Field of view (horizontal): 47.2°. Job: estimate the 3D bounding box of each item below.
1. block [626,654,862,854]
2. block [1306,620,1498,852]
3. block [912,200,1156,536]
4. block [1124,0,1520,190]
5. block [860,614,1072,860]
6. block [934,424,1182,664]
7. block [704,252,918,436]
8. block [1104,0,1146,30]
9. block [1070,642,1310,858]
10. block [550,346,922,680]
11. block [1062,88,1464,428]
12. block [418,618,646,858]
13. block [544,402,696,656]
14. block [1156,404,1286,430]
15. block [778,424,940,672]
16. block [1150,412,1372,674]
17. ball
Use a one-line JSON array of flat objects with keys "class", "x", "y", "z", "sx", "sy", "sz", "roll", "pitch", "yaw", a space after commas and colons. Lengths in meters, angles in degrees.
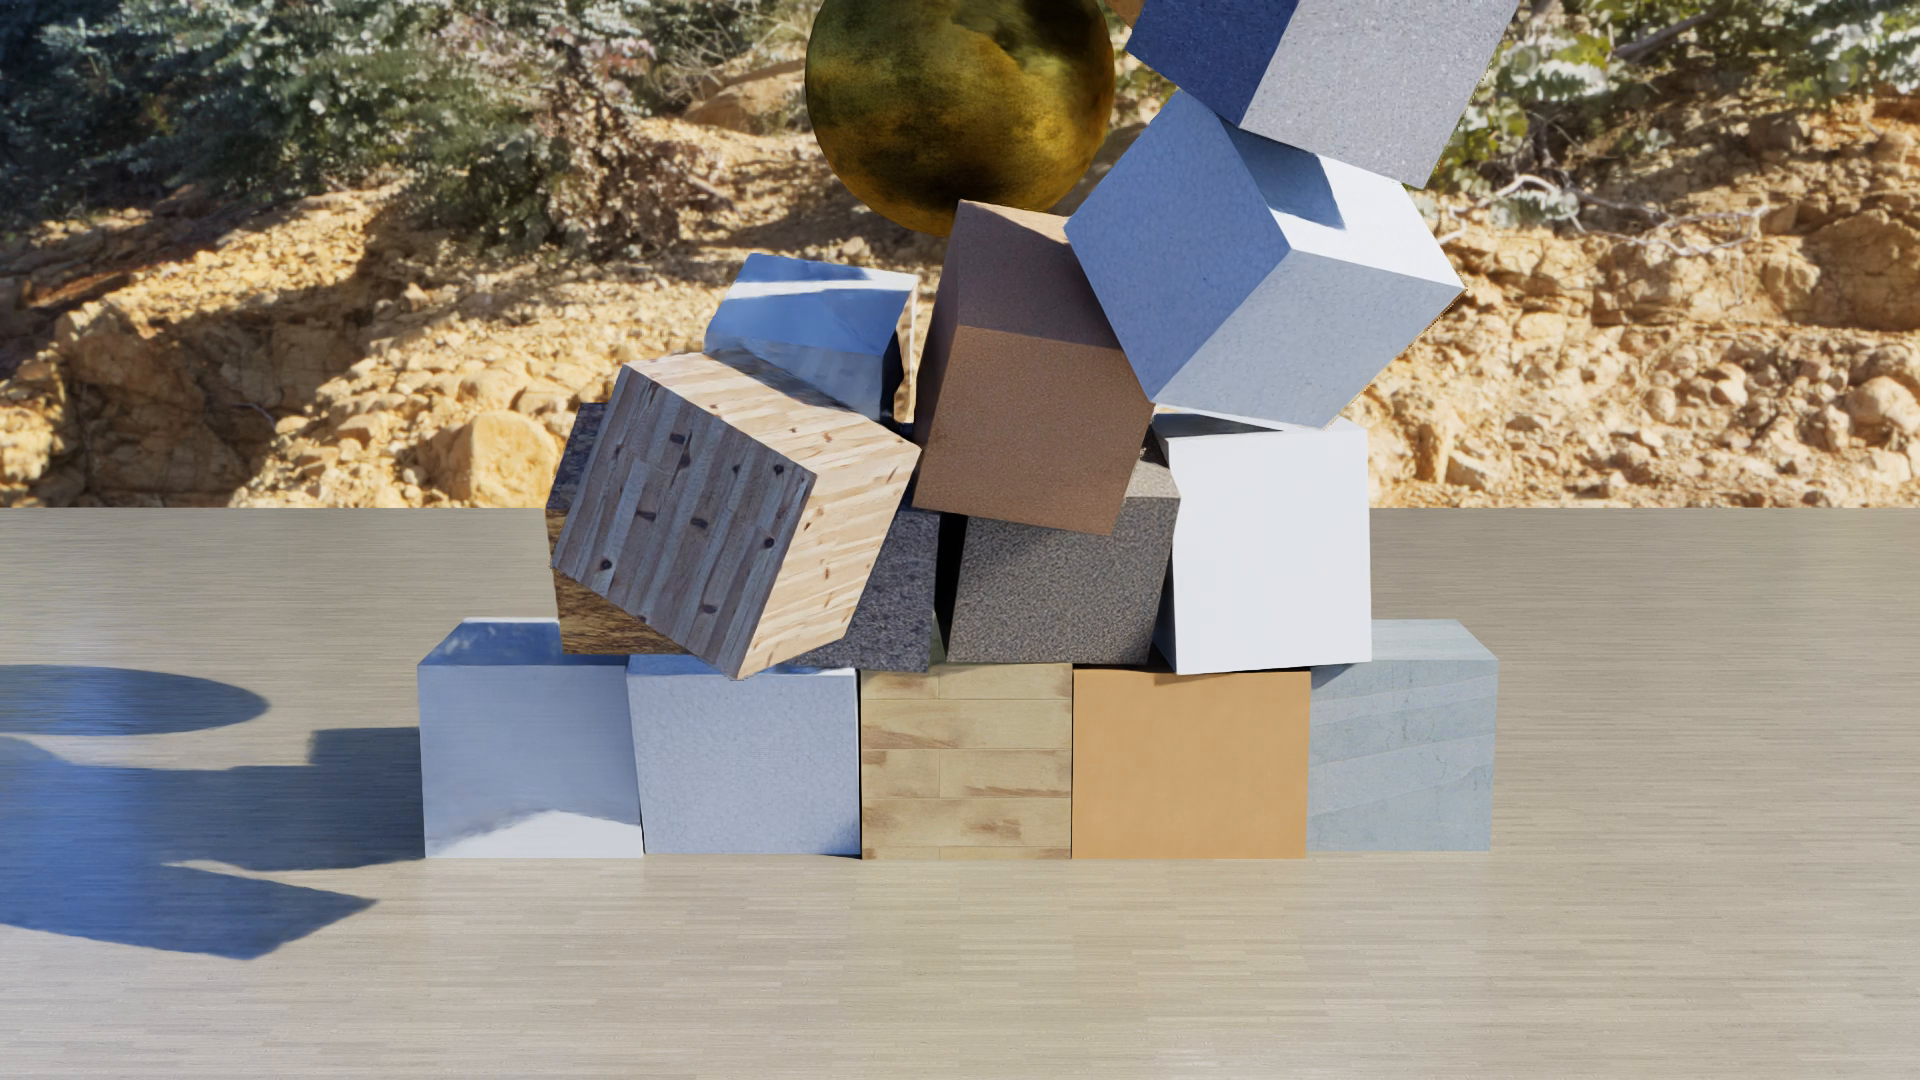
[{"class": "block", "x": -1.030, "y": 0.832, "z": 11.055, "sx": 1.071, "sy": 1.117, "sz": 0.968, "roll": 0, "pitch": 34, "yaw": 0}, {"class": "block", "x": 2.187, "y": 0.991, "z": 11.369, "sx": 0.928, "sy": 0.983, "sz": 0.928, "roll": 0, "pitch": 10, "yaw": 0}, {"class": "block", "x": 0.341, "y": -0.769, "z": 9.917, "sx": 0.923, "sy": 1.068, "sz": 0.891, "roll": 8, "pitch": 44, "yaw": -7}, {"class": "block", "x": 1.402, "y": -2.016, "z": 8.534, "sx": 1.002, "sy": 0.838, "sz": 0.832, "roll": 10, "pitch": 25, "yaw": -36}, {"class": "block", "x": 0.032, "y": 0.988, "z": 11.372, "sx": 1.031, "sy": 0.987, "sz": 1.194, "roll": 0, "pitch": 10, "yaw": 0}, {"class": "block", "x": 0.418, "y": -0.070, "z": 10.845, "sx": 0.999, "sy": 0.973, "sz": 0.950, "roll": 1, "pitch": 34, "yaw": -11}, {"class": "block", "x": -0.685, "y": -0.780, "z": 10.184, "sx": 0.802, "sy": 0.718, "sz": 0.816, "roll": 9, "pitch": 34, "yaw": 6}, {"class": "block", "x": 0.921, "y": -2.581, "z": 9.481, "sx": 0.647, "sy": 0.655, "sz": 0.741, "roll": 36, "pitch": 26, "yaw": -43}, {"class": "block", "x": 1.132, "y": 1.010, "z": 11.368, "sx": 1.156, "sy": 0.945, "sz": 1.157, "roll": 0, "pitch": 10, "yaw": 0}, {"class": "block", "x": -0.893, "y": -0.138, "z": 8.855, "sx": 0.936, "sy": 0.896, "sz": 0.873, "roll": 30, "pitch": 20, "yaw": 18}, {"class": "block", "x": 1.267, "y": -1.194, "z": 9.284, "sx": 1.064, "sy": 0.981, "sz": 0.926, "roll": 5, "pitch": -40, "yaw": -39}, {"class": "block", "x": -2.113, "y": 0.996, "z": 11.351, "sx": 1.070, "sy": 0.980, "sz": 1.100, "roll": 0, "pitch": 10, "yaw": 0}, {"class": "block", "x": -1.449, "y": -0.061, "z": 10.652, "sx": 0.863, "sy": 0.821, "sz": 0.969, "roll": 1, "pitch": 34, "yaw": 1}, {"class": "block", "x": 1.188, "y": -1.066, "z": 10.825, "sx": 0.801, "sy": 0.837, "sz": 0.758, "roll": 10, "pitch": 8, "yaw": -15}, {"class": "block", "x": -0.541, "y": 0.012, "z": 10.465, "sx": 0.857, "sy": 0.891, "sz": 0.791, "roll": 4, "pitch": 33, "yaw": -1}, {"class": "block", "x": 1.461, "y": -0.033, "z": 11.131, "sx": 0.960, "sy": 1.143, "sz": 1.079, "roll": -4, "pitch": 11, "yaw": -4}, {"class": "ball", "x": 0.000, "y": -2.356, "z": 11.279, "sx": 1.600, "sy": 1.600, "sz": 1.600, "roll": 0, "pitch": 10, "yaw": 0}]
